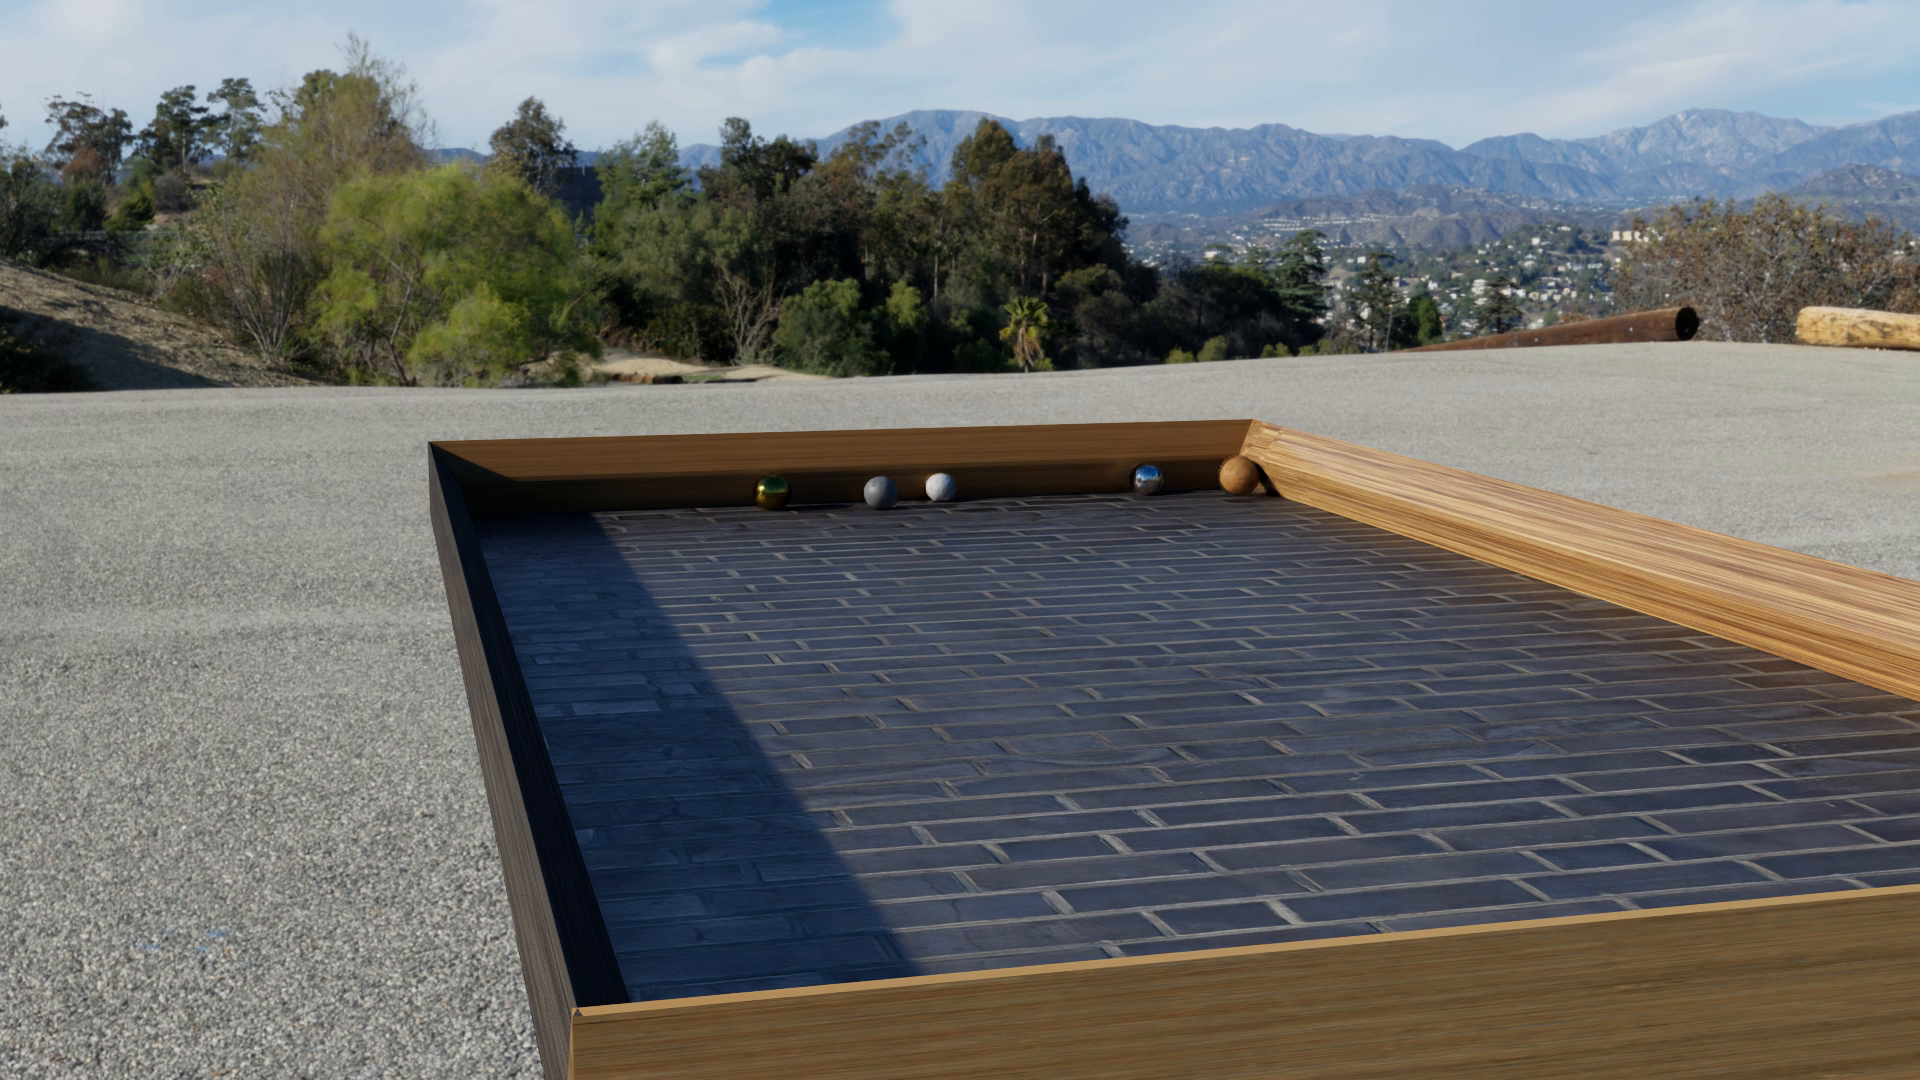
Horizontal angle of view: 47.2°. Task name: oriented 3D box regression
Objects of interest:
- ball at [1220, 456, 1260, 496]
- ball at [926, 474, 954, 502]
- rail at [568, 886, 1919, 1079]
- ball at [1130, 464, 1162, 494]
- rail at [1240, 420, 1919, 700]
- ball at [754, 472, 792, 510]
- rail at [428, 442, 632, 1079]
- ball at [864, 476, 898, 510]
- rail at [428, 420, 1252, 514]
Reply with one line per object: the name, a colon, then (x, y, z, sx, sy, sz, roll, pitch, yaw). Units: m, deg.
ball: (0.503, -0.114, 3.955, 0.071, 0.071, 0.071, 0, 9, 0)
ball: (-0.036, -0.093, 3.883, 0.051, 0.051, 0.051, 0, 9, 0)
rail: (0.521, 0.263, 1.314, 1.489, 0.125, 0.045, -2, 9, -15)
ball: (0.336, -0.109, 3.975, 0.056, 0.056, 0.056, 0, 9, 0)
rail: (0.872, 0.039, 2.776, 0.045, 0.125, 2.725, -2, 9, -15)
ball: (-0.322, -0.083, 3.774, 0.065, 0.065, 0.065, 0, 9, 0)
rail: (-0.521, 0.095, 2.409, 0.045, 0.125, 2.725, -2, 9, -15)
ball: (-0.137, -0.081, 3.786, 0.058, 0.058, 0.058, 0, 9, 0)
rail: (-0.169, -0.129, 3.871, 1.489, 0.125, 0.045, -2, 9, -15)
